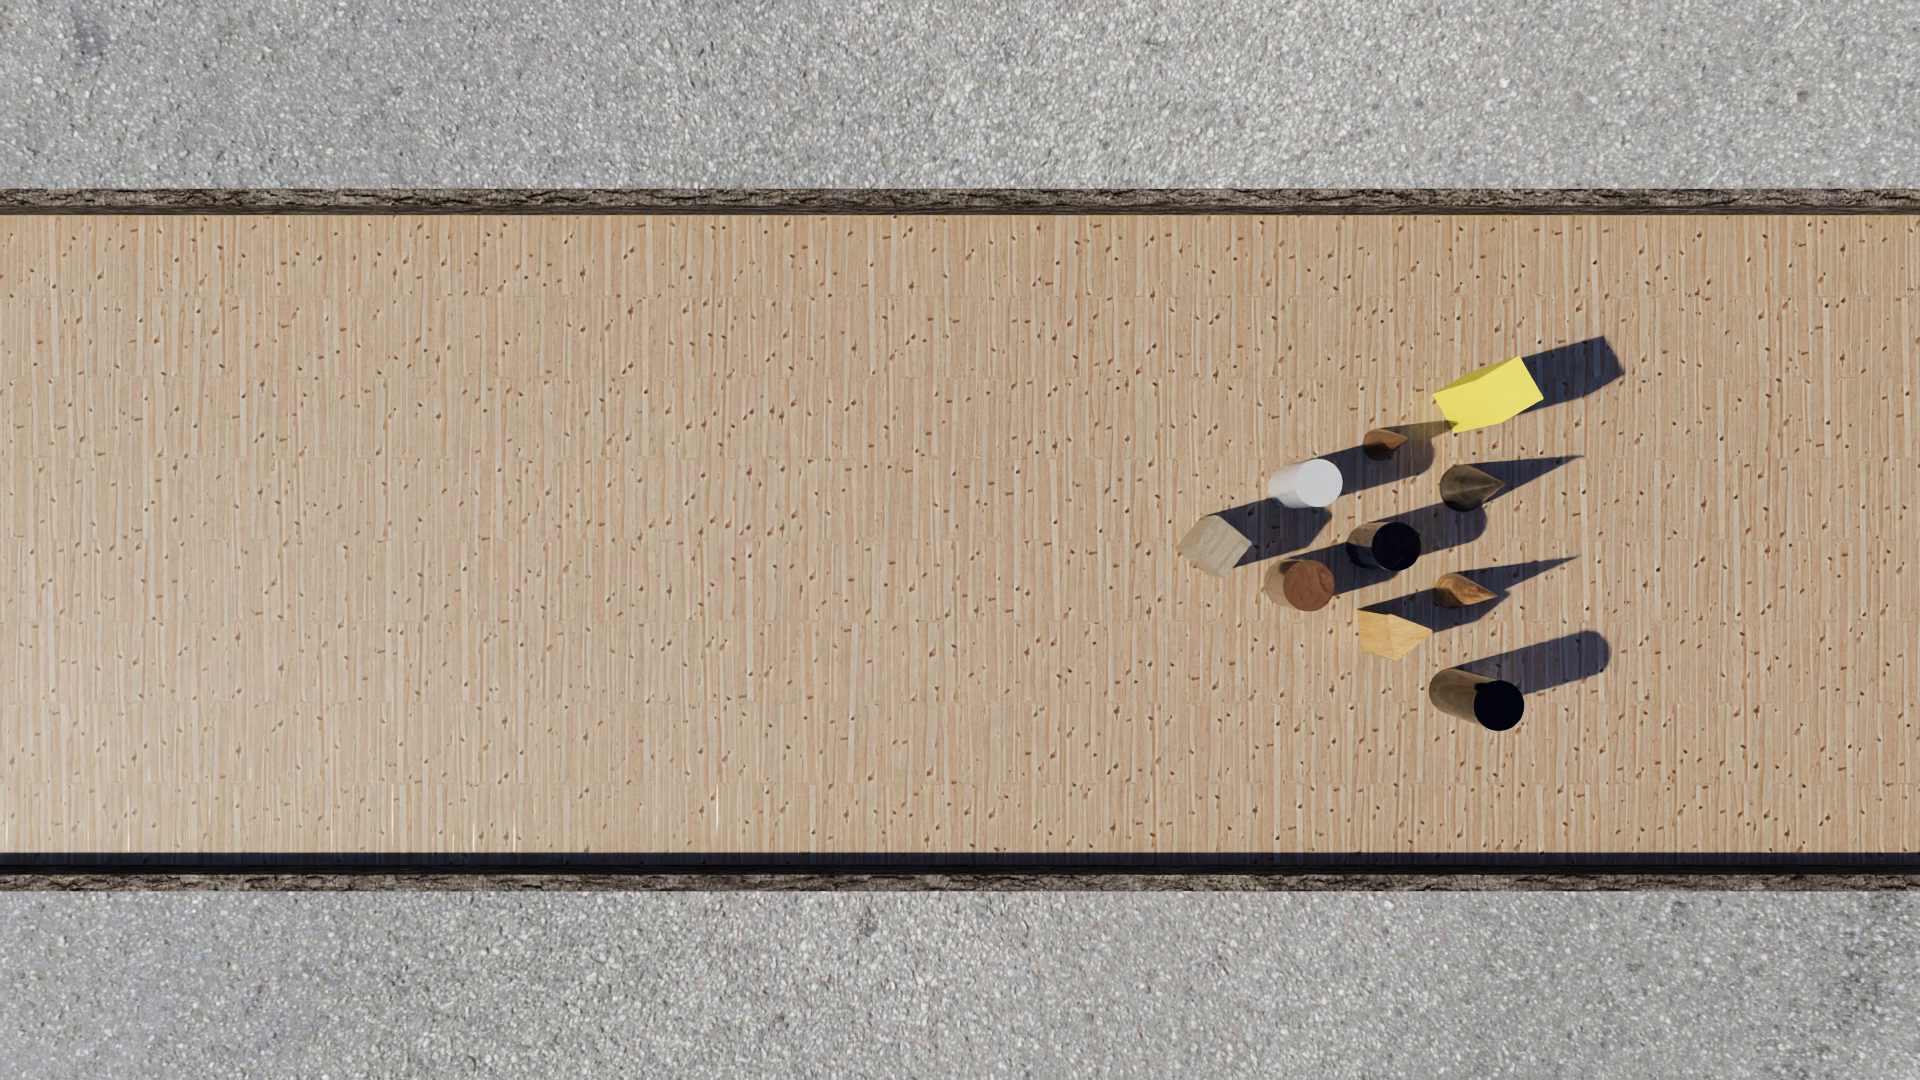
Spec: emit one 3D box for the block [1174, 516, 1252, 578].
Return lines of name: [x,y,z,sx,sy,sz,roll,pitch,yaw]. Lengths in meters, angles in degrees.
block: [0.752,0.019,4.912,0.129,0.328,0.129,39,90,0]

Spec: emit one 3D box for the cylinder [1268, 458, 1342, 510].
cylinder: [1.016,-0.162,4.875,0.136,0.403,0.136,0,90,0]

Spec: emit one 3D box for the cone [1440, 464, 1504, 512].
cone: [1.549,-0.160,4.877,0.147,0.399,0.147,0,90,0]

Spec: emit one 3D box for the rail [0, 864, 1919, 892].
rail: [-2.247,1.025,5.001,12.000,0.150,0.050,0,90,0]

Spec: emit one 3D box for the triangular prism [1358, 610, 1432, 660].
triangular prism: [1.260,0.257,4.893,0.135,0.367,0.117,-39,90,0]

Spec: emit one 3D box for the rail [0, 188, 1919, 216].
rail: [-2.247,-1.025,5.002,12.000,0.150,0.050,0,90,0]

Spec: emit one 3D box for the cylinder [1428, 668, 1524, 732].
cylinder: [1.514,0.465,4.854,0.143,0.444,0.143,0,90,0]

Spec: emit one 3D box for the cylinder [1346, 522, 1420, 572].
cylinder: [1.261,0.019,4.922,0.143,0.310,0.143,0,90,0]

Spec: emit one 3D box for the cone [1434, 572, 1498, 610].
cone: [1.518,0.157,4.862,0.117,0.428,0.117,0,90,0]

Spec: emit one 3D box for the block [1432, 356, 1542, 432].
block: [1.548,-0.424,4.859,0.138,0.434,0.138,-30,90,0]

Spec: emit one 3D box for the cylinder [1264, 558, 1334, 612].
cylinder: [1.010,0.132,4.926,0.151,0.301,0.151,0,90,0]

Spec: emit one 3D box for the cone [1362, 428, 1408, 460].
cone: [1.289,-0.294,4.908,0.101,0.338,0.101,0,90,0]
